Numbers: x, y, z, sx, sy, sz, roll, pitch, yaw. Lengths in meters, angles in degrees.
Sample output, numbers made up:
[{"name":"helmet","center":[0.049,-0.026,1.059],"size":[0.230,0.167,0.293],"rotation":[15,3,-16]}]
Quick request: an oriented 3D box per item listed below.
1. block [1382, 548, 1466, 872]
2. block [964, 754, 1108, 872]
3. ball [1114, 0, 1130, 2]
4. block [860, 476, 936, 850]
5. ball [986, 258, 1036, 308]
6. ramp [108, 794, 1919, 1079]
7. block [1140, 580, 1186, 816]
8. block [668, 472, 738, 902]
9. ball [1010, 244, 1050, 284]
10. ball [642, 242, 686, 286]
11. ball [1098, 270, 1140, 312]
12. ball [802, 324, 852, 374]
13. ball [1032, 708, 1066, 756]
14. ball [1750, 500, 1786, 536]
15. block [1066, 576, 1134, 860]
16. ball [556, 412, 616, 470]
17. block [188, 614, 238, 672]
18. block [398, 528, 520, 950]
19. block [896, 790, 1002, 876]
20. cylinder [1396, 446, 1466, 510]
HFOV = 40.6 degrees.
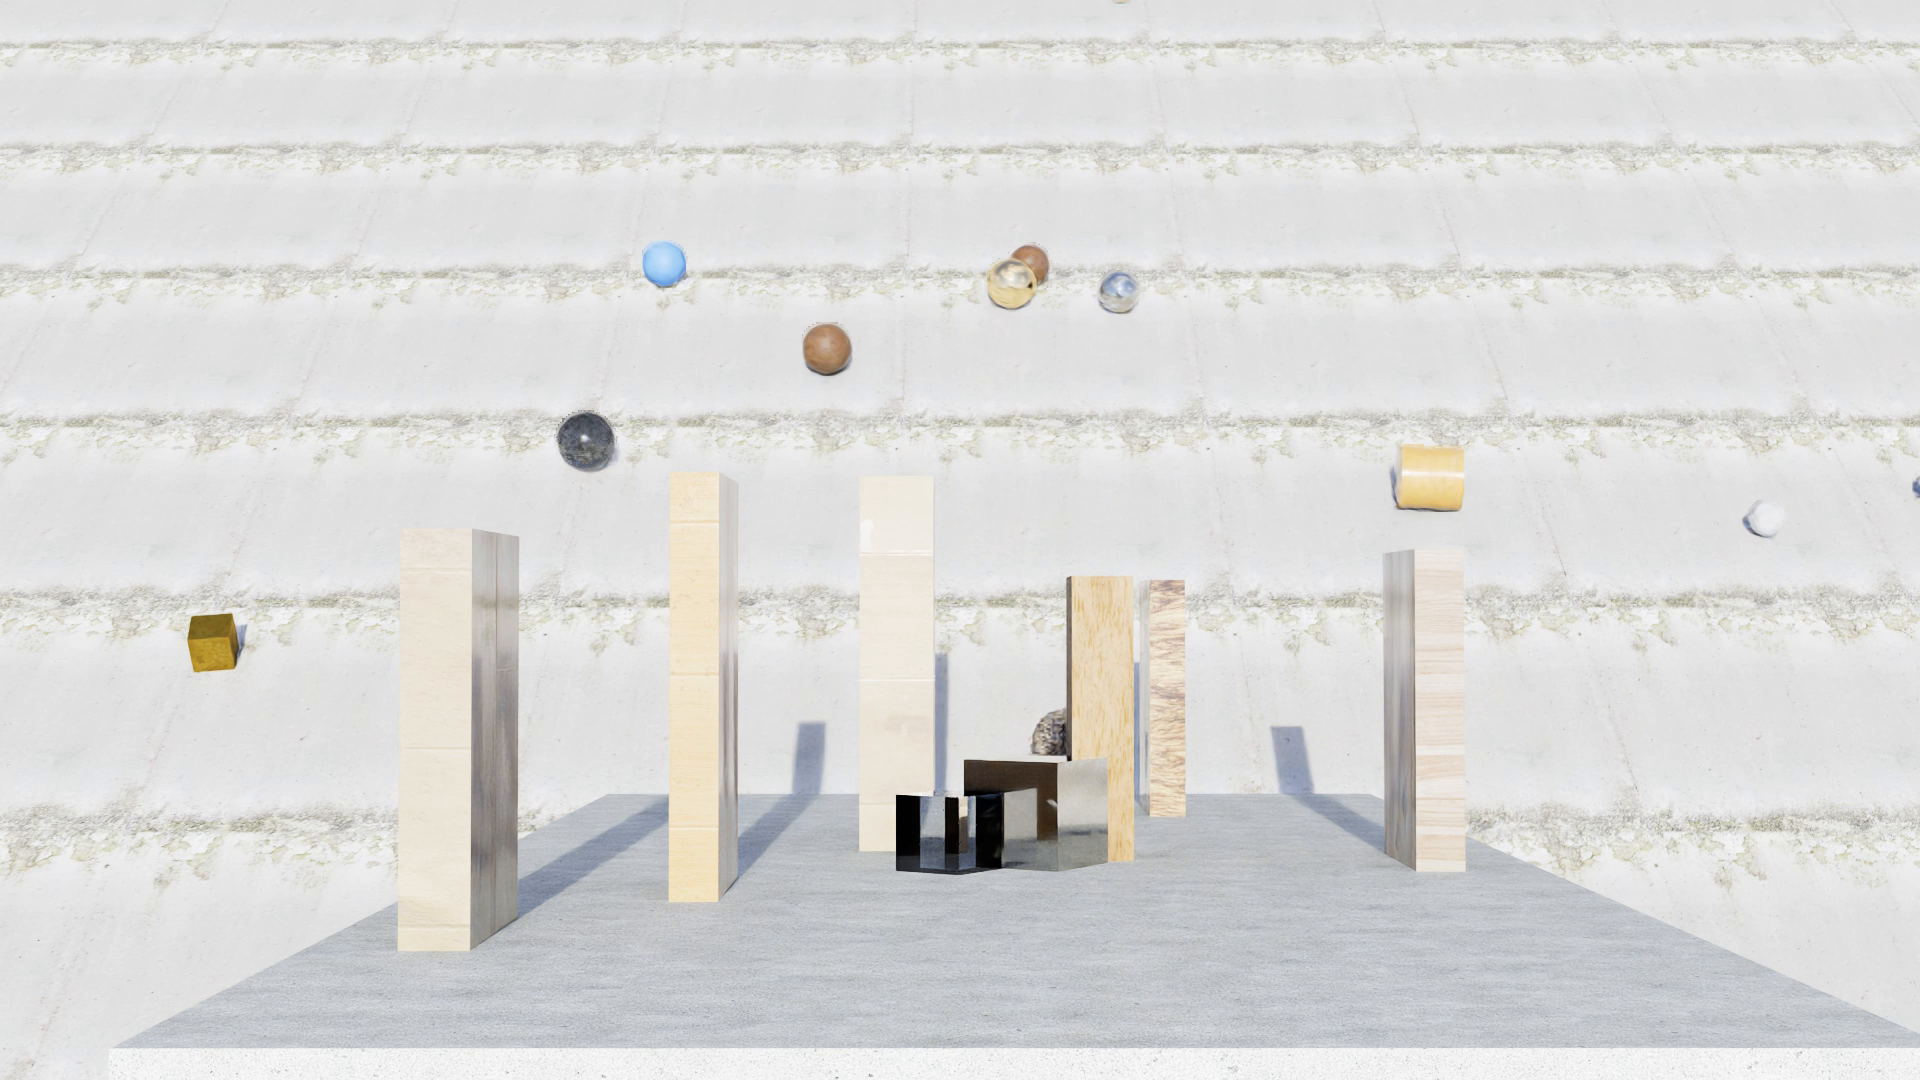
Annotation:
[{"name":"block","center":[0.880,0.317,4.939],"size":[0.090,0.591,0.359],"rotation":[0,-2,0]},{"name":"block","center":[0.143,0.511,4.886],"size":[0.200,0.200,0.200],"rotation":[-1,-2,31]},{"name":"ball","center":[0.706,-2.407,11.304],"size":[0.133,0.133,0.133],"rotation":[0,35,0]},{"name":"block","center":[-0.127,0.251,5.385],"size":[0.147,0.747,0.410],"rotation":[0,-2,0]},{"name":"ball","center":[0.180,-0.897,9.077],"size":[0.173,0.173,0.173],"rotation":[0,35,0]},{"name":"ramp","center":[0.076,0.659,4.815],"size":[2.000,0.100,4.000],"rotation":[0,-2,0]},{"name":"block","center":[0.483,0.373,6.210],"size":[0.083,0.551,0.338],"rotation":[0,-2,0]},{"name":"block","center":[-0.437,0.246,4.453],"size":[0.081,0.705,0.378],"rotation":[0,-2,0]},{"name":"ball","center":[0.245,-0.974,9.210],"size":[0.147,0.147,0.147],"rotation":[0,35,0]},{"name":"ball","center":[-1.049,-0.980,9.212],"size":[0.155,0.155,0.155],"rotation":[0,35,0]},{"name":"ball","center":[0.555,-0.865,9.055],"size":[0.145,0.145,0.145],"rotation":[0,35,0]},{"name":"ball","center":[-0.447,-0.642,8.709],"size":[0.169,0.169,0.169],"rotation":[0,35,0]},{"name":"ball","center":[0.284,0.545,6.970],"size":[0.185,0.185,0.185],"rotation":[0,35,0]},{"name":"ball","center":[2.465,-0.065,7.924],"size":[0.109,0.109,0.109],"rotation":[0,35,0]},{"name":"block","center":[0.273,0.344,5.095],"size":[0.118,0.545,0.261],"rotation":[0,-2,0]},{"name":"ball","center":[-1.182,-0.312,8.216],"size":[0.185,0.185,0.185],"rotation":[0,35,0]},{"name":"block","center":[-2.128,0.292,7.399],"size":[0.115,0.115,0.115],"rotation":[-4,35,-6]},{"name":"block","center":[-0.737,0.285,3.839],"size":[0.101,0.592,0.392],"rotation":[0,-2,0]},{"name":"block","center":[-0.020,0.538,4.783],"size":[0.140,0.140,0.140],"rotation":[-1,-2,34]},{"name":"cylinder","center":[1.454,-0.191,8.035],"size":[0.191,0.191,0.191],"rotation":[3,35,4]}]
